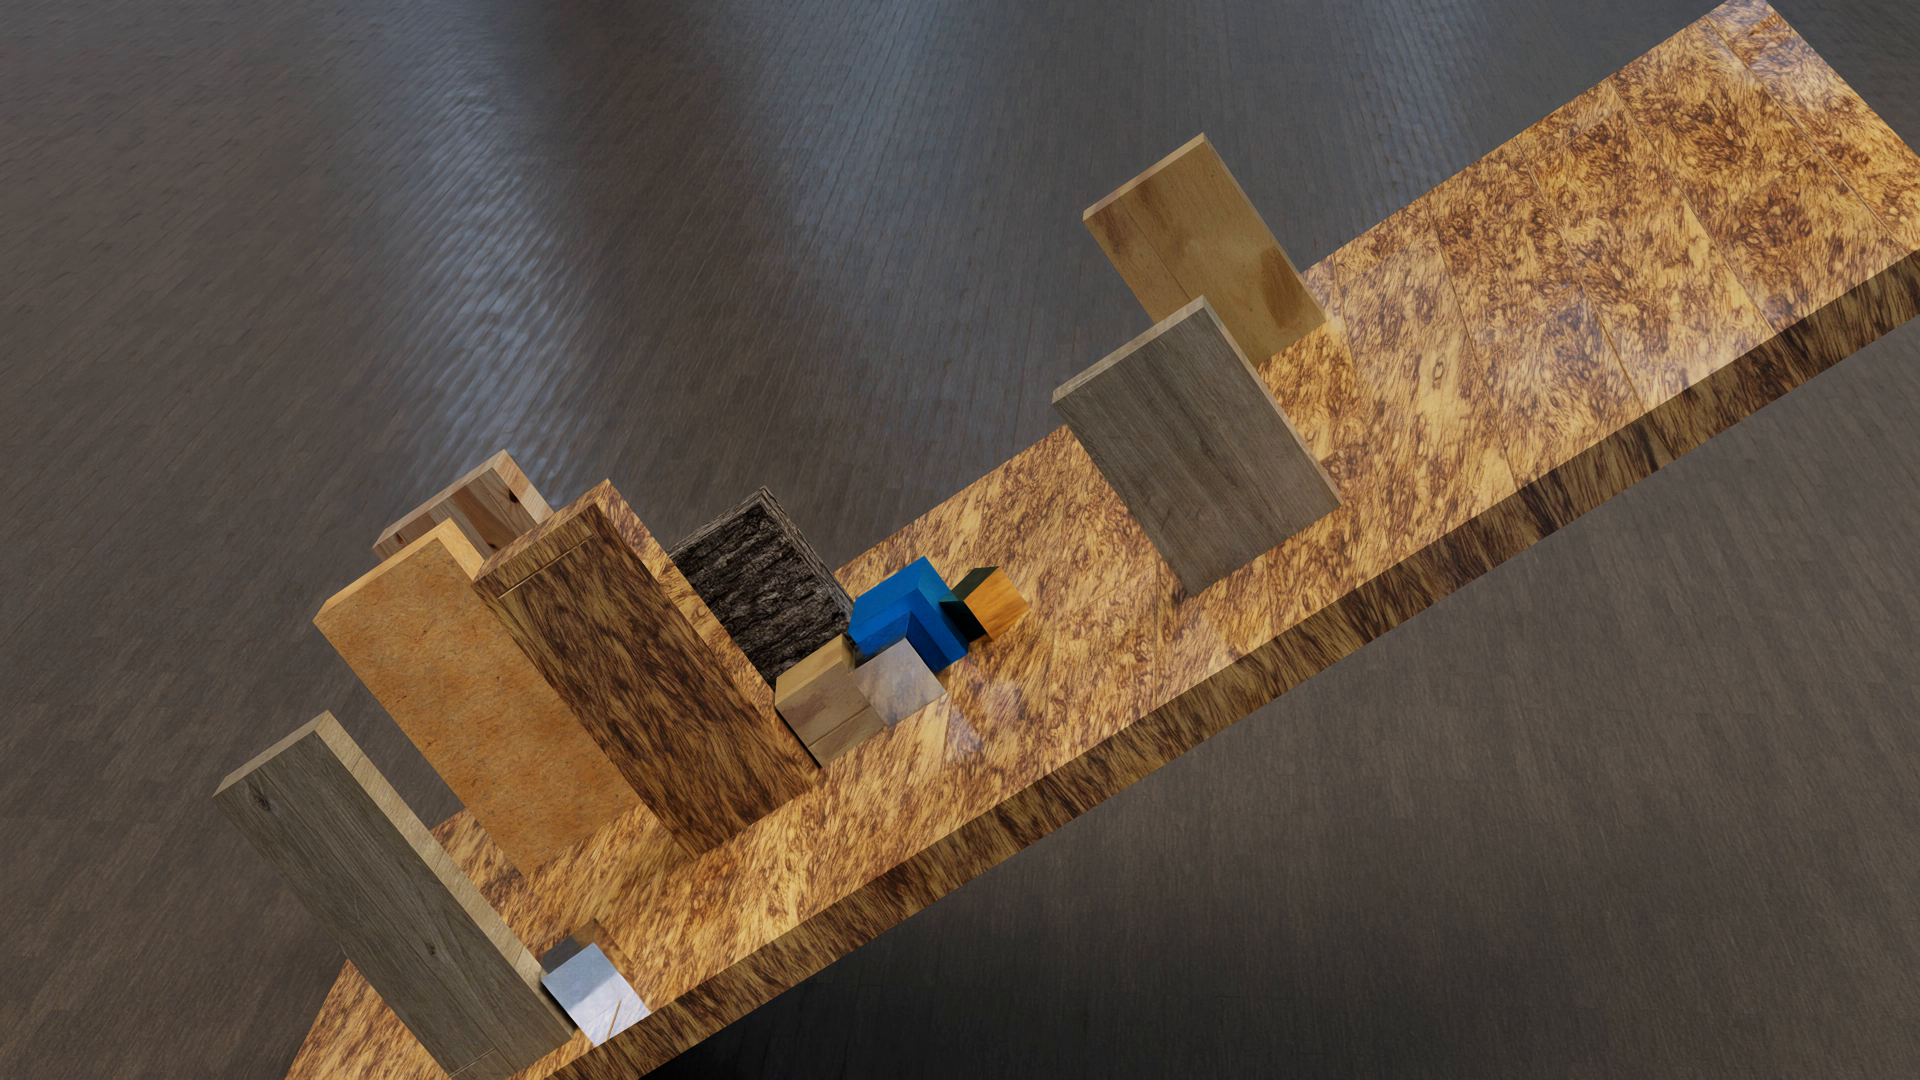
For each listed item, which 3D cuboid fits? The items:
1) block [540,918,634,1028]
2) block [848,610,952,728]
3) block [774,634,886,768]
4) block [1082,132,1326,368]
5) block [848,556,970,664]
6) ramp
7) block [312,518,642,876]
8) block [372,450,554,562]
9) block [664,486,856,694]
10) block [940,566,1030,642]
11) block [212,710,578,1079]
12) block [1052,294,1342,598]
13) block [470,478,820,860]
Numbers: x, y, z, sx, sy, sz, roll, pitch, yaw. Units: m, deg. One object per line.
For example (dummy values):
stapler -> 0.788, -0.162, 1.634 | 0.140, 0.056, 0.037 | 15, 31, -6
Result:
block -> -0.731, 0.849, 5.775 | 0.129, 0.129, 0.129 | -36, 15, 4
block -> -0.125, 0.269, 6.126 | 0.147, 0.147, 0.147 | -33, 16, 15
block -> -0.268, 0.337, 6.193 | 0.171, 0.171, 0.171 | -34, 15, 8
block -> 0.549, -0.613, 6.585 | 0.321, 0.497, 0.087 | -32, 16, 15
block -> -0.104, 0.183, 6.268 | 0.181, 0.181, 0.181 | -32, 16, 15
ramp -> 0.135, 0.174, 6.306 | 4.000, 0.100, 2.000 | -32, 16, 15
block -> -1.086, 0.365, 6.753 | 0.367, 0.774, 0.122 | -32, 16, 15
block -> -1.063, 0.187, 7.288 | 0.382, 0.743, 0.130 | -32, 16, 15
block -> -0.412, 0.188, 6.308 | 0.347, 0.507, 0.104 | -32, 16, 15
block -> 0.051, 0.136, 6.196 | 0.113, 0.113, 0.113 | -43, 17, -23
block -> -1.083, 0.713, 5.687 | 0.258, 0.793, 0.092 | -32, 16, 15
block -> 0.448, -0.174, 5.561 | 0.339, 0.471, 0.081 | -32, 16, 15
block -> -0.642, 0.274, 6.093 | 0.325, 0.751, 0.139 | -32, 16, 15
